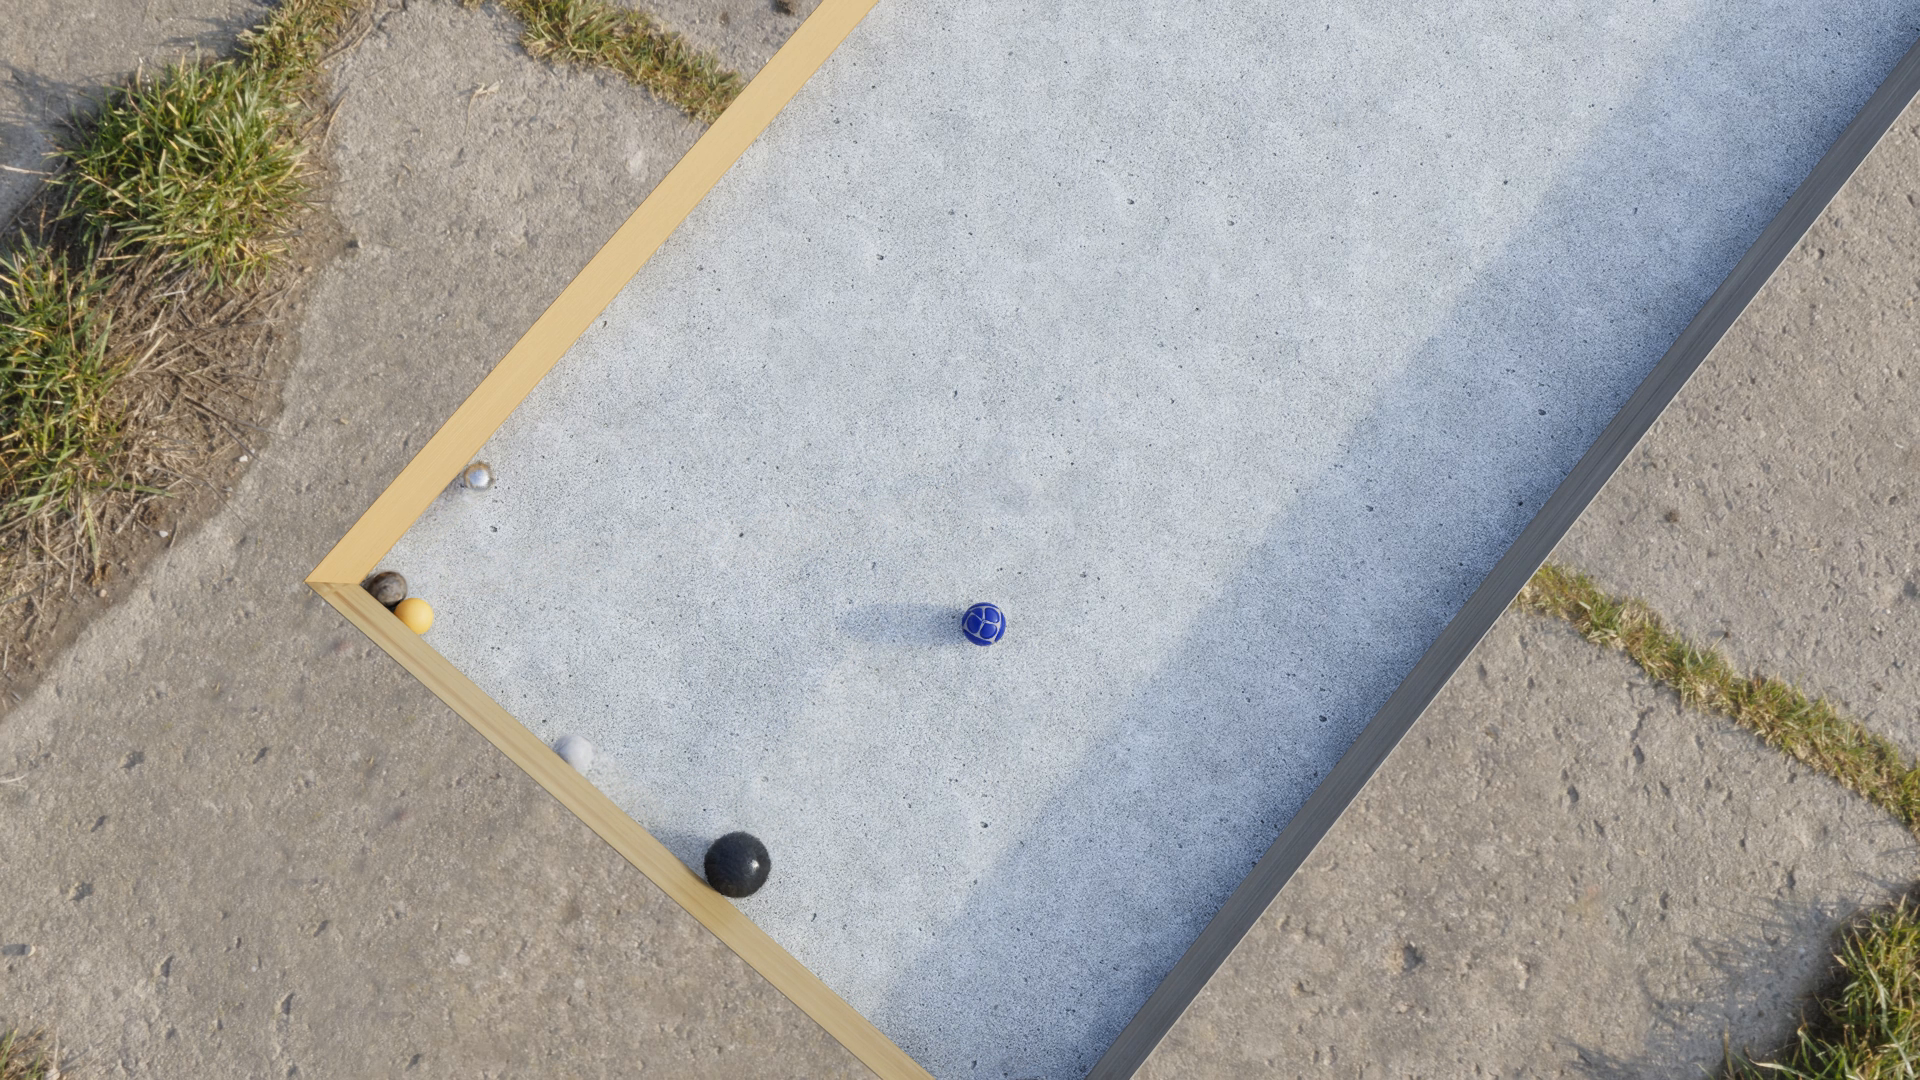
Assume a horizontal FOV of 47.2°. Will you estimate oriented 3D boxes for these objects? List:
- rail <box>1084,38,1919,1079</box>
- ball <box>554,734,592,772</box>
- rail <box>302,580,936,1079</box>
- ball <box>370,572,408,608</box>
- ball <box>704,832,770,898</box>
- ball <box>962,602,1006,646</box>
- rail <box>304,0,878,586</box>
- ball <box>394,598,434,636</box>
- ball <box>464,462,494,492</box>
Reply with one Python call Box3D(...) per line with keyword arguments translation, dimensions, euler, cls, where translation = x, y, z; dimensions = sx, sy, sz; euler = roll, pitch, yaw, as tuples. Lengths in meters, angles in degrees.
Box3D(translation=(0.934, -0.096, 3.271), dimensions=(0.045, 0.125, 2.674), euler=(39, 82, 6), cls="rail")
Box3D(translation=(-0.569, 0.315, 3.234), dimensions=(0.057, 0.057, 0.057), euler=(0, 80, 0), cls="ball")
Box3D(translation=(-0.413, 0.483, 3.169), dimensions=(1.364, 0.125, 0.045), euler=(39, 82, 6), cls="rail")
Box3D(translation=(-0.851, 0.073, 3.278), dimensions=(0.054, 0.054, 0.054), euler=(0, 80, 0), cls="ball")
Box3D(translation=(-0.322, 0.471, 3.187), dimensions=(0.096, 0.096, 0.096), euler=(0, 80, 0), cls="ball")
Box3D(translation=(0.035, 0.125, 3.263), dimensions=(0.067, 0.067, 0.067), euler=(0, 80, 0), cls="ball")
Box3D(translation=(-0.078, -0.926, 3.416), dimensions=(0.045, 0.125, 2.674), euler=(39, 82, 6), cls="rail")
Box3D(translation=(-0.813, 0.114, 3.269), dimensions=(0.057, 0.057, 0.057), euler=(0, 80, 0), cls="ball")
Box3D(translation=(-0.725, -0.094, 3.312), dimensions=(0.045, 0.045, 0.045), euler=(0, 80, 0), cls="ball")
